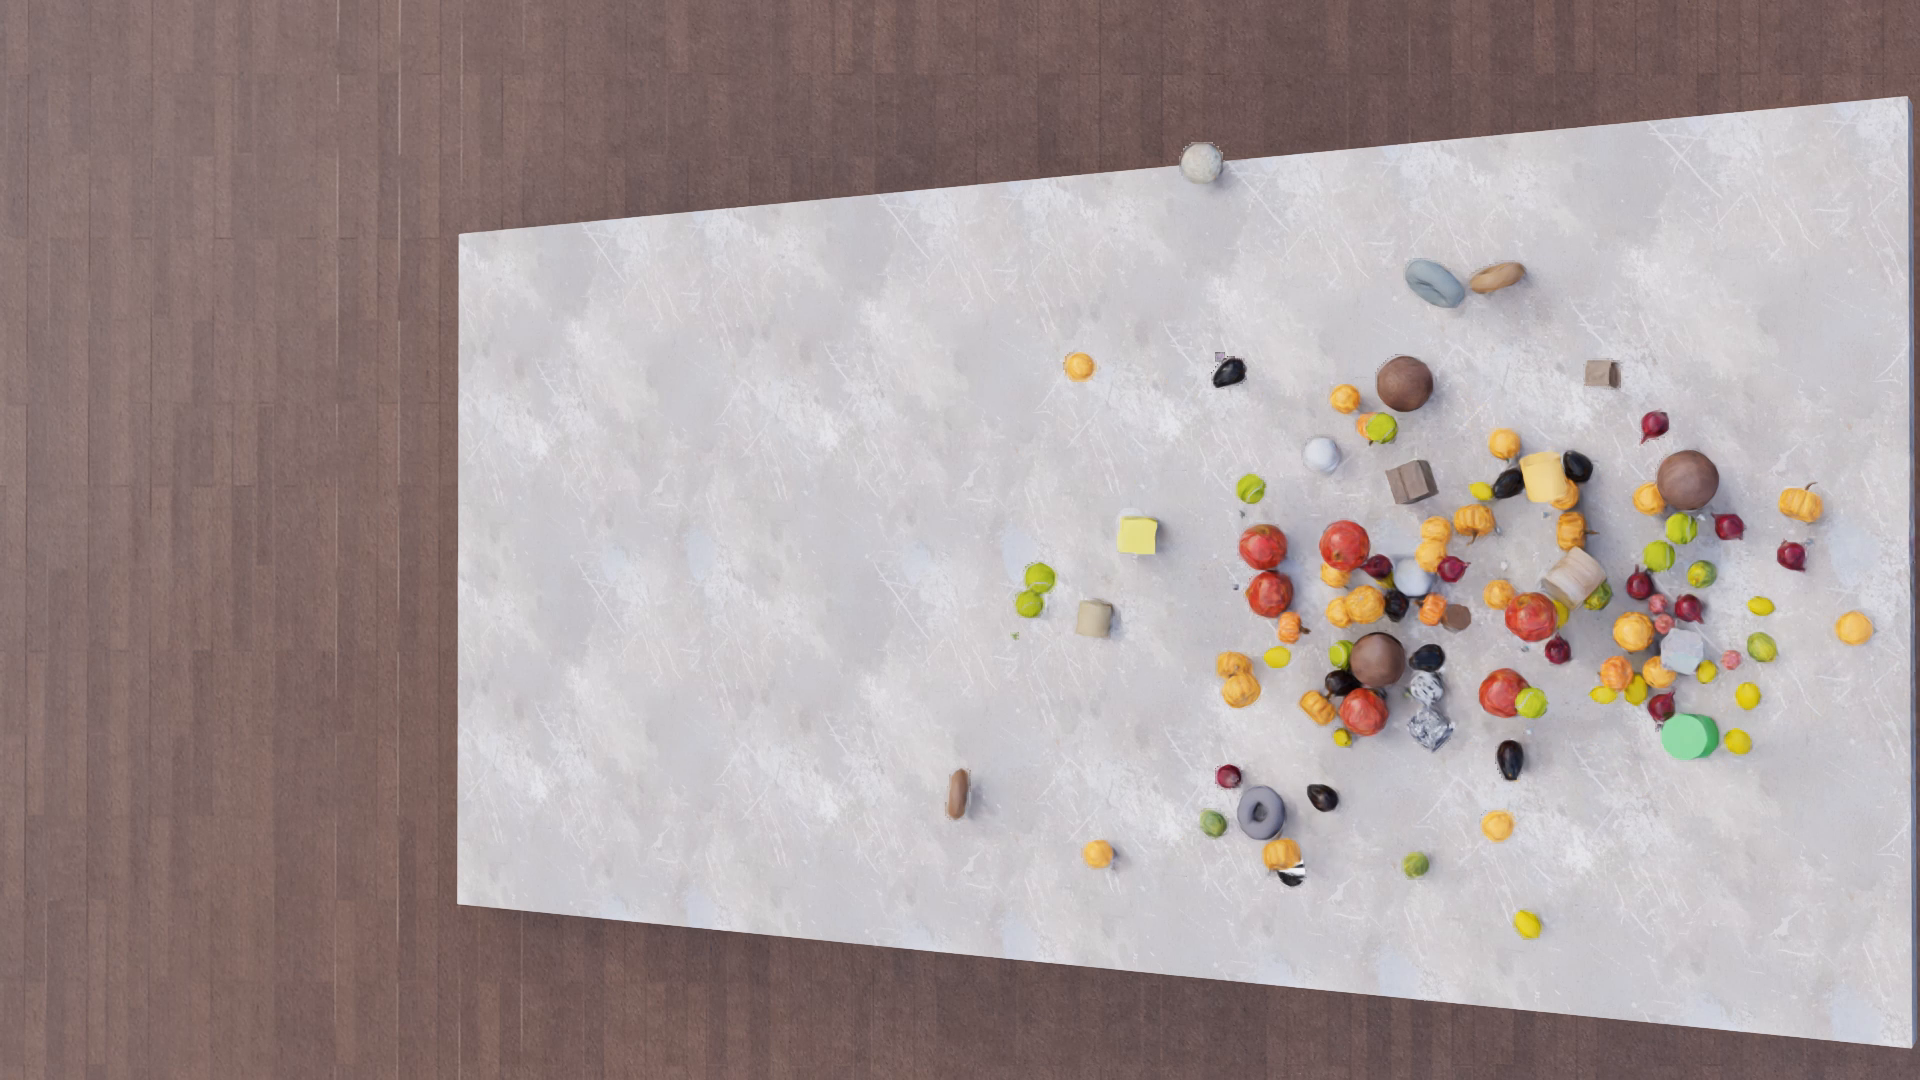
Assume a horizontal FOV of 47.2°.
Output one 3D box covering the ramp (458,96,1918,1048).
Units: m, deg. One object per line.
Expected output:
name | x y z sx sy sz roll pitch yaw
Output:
ramp | 0.273 0.076 5.637 4.000 0.100 2.000 0 89 29

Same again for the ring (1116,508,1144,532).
ring | 0.425 -0.043 5.480 0.077 0.026 0.077 -1 87 23

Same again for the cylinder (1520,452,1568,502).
cylinder | 1.287 -0.140 4.845 0.087 0.087 0.087 -17 105 0

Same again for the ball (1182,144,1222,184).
ball | 0.589 -0.916 5.356 0.100 0.100 0.100 0 89 0

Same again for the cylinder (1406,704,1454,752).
cylinder | 1.085 0.435 5.079 0.078 0.078 0.078 41 90 23

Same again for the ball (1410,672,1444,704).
ball | 1.080 0.342 5.083 0.076 0.076 0.076 0 89 0

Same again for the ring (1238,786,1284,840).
ring | 0.723 0.656 5.284 0.044 0.133 0.133 11 89 -43

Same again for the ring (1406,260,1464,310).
ring | 1.087 -0.584 5.033 0.149 0.149 0.050 36 82 0

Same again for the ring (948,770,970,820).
ring | -0.004 0.653 5.652 0.044 0.131 0.131 8 89 3

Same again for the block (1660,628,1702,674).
block | 1.571 0.242 4.789 0.065 0.065 0.065 13 53 -3

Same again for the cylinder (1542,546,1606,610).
cylinder | 1.353 0.085 4.848 0.099 0.099 0.099 45 86 0

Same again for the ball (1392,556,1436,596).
ball | 1.051 0.084 5.091 0.096 0.096 0.096 0 89 0

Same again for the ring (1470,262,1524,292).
ring | 1.218 -0.595 4.986 0.127 0.127 0.042 -21 100 0

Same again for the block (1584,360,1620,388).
block | 1.420 -0.366 4.861 0.055 0.055 0.055 6 91 38

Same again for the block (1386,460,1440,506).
block | 1.049 -0.134 5.102 0.081 0.081 0.081 -22 79 27

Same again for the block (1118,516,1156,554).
block | 0.438 -0.013 5.420 0.081 0.081 0.081 4 98 0

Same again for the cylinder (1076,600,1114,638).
cylinder | 0.336 0.196 5.492 0.084 0.084 0.084 7 94 0

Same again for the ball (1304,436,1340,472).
ball | 0.858 -0.202 5.207 0.087 0.087 0.087 0 89 0

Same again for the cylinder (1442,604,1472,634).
cylinder | 1.132 0.180 5.014 0.057 0.057 0.057 0 79 1

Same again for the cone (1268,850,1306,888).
cone | 0.764 0.795 5.276 0.089 0.089 0.089 12 67 -30

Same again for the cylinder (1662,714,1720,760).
cylinder | 1.588 0.428 4.782 0.098 0.098 0.098 -2 86 34

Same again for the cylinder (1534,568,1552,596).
cylinder | 1.325 0.098 4.931 0.052 0.052 0.052 22 89 -6
